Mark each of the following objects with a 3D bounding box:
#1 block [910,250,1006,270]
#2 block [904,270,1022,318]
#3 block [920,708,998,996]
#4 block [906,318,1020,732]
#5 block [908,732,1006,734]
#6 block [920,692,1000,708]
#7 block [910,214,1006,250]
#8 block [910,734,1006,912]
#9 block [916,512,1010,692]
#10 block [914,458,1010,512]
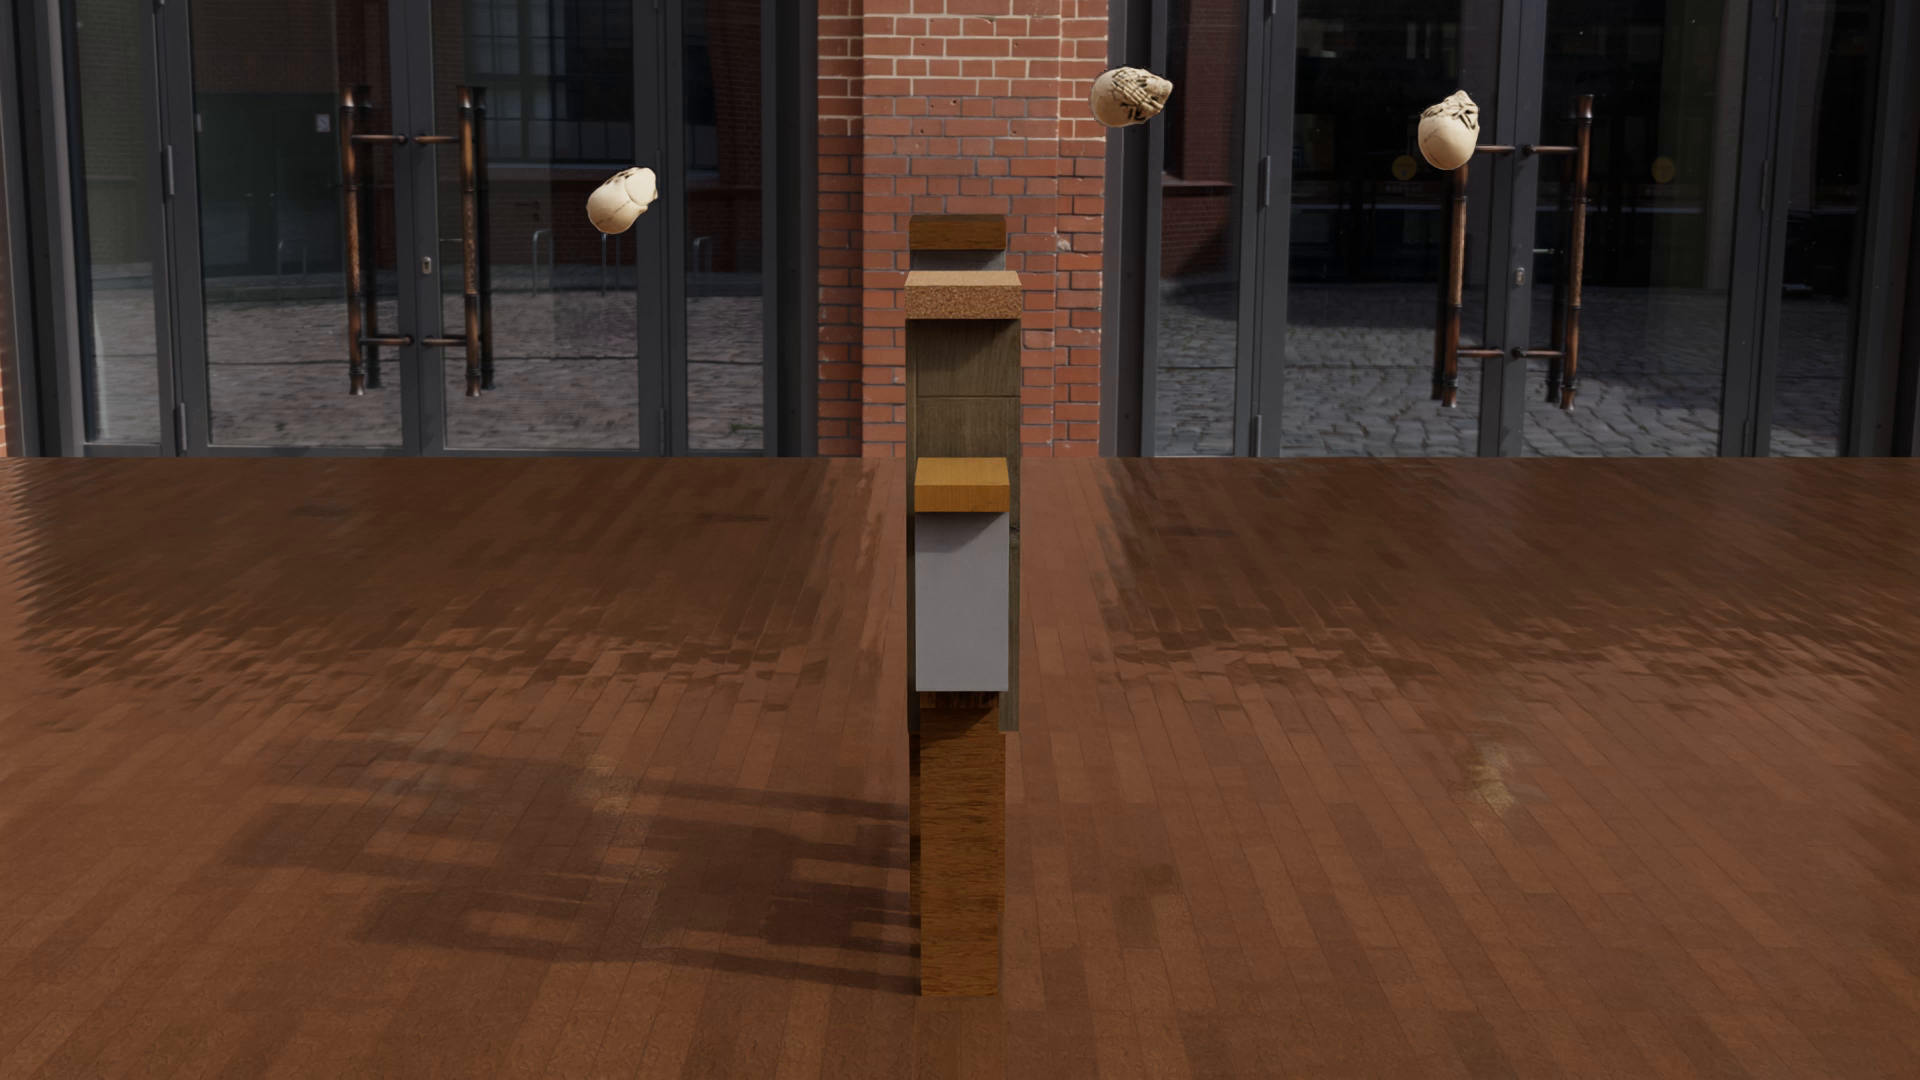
[{"bbox_3d":[-0.004,-0.336,3.751,0.161,0.322,0.046,0,11,0],"label":"block"},{"bbox_3d":[0.005,-0.382,3.409,0.172,0.049,0.345,0,11,0],"label":"block"},{"bbox_3d":[-0.001,0.450,3.209,0.113,0.443,0.032,0,11,0],"label":"block"},{"bbox_3d":[0.005,-0.023,3.358,0.172,0.639,0.049,0,11,0],"label":"block"},{"bbox_3d":[-0.004,0.259,3.643,0.154,0.044,0.309,0,11,0],"label":"block"},{"bbox_3d":[-0.001,0.203,3.240,0.112,0.032,0.225,0,11,0],"label":"block"},{"bbox_3d":[-0.004,-0.537,3.823,0.161,0.046,0.322,0,11,0],"label":"block"},{"bbox_3d":[-0.004,0.451,3.574,0.154,0.309,0.044,0,11,0],"label":"block"},{"bbox_3d":[0.003,0.081,3.093,0.131,0.261,0.037,0,11,0],"label":"block"},{"bbox_3d":[0.003,-0.081,3.151,0.130,0.037,0.261,0,11,0],"label":"block"}]
